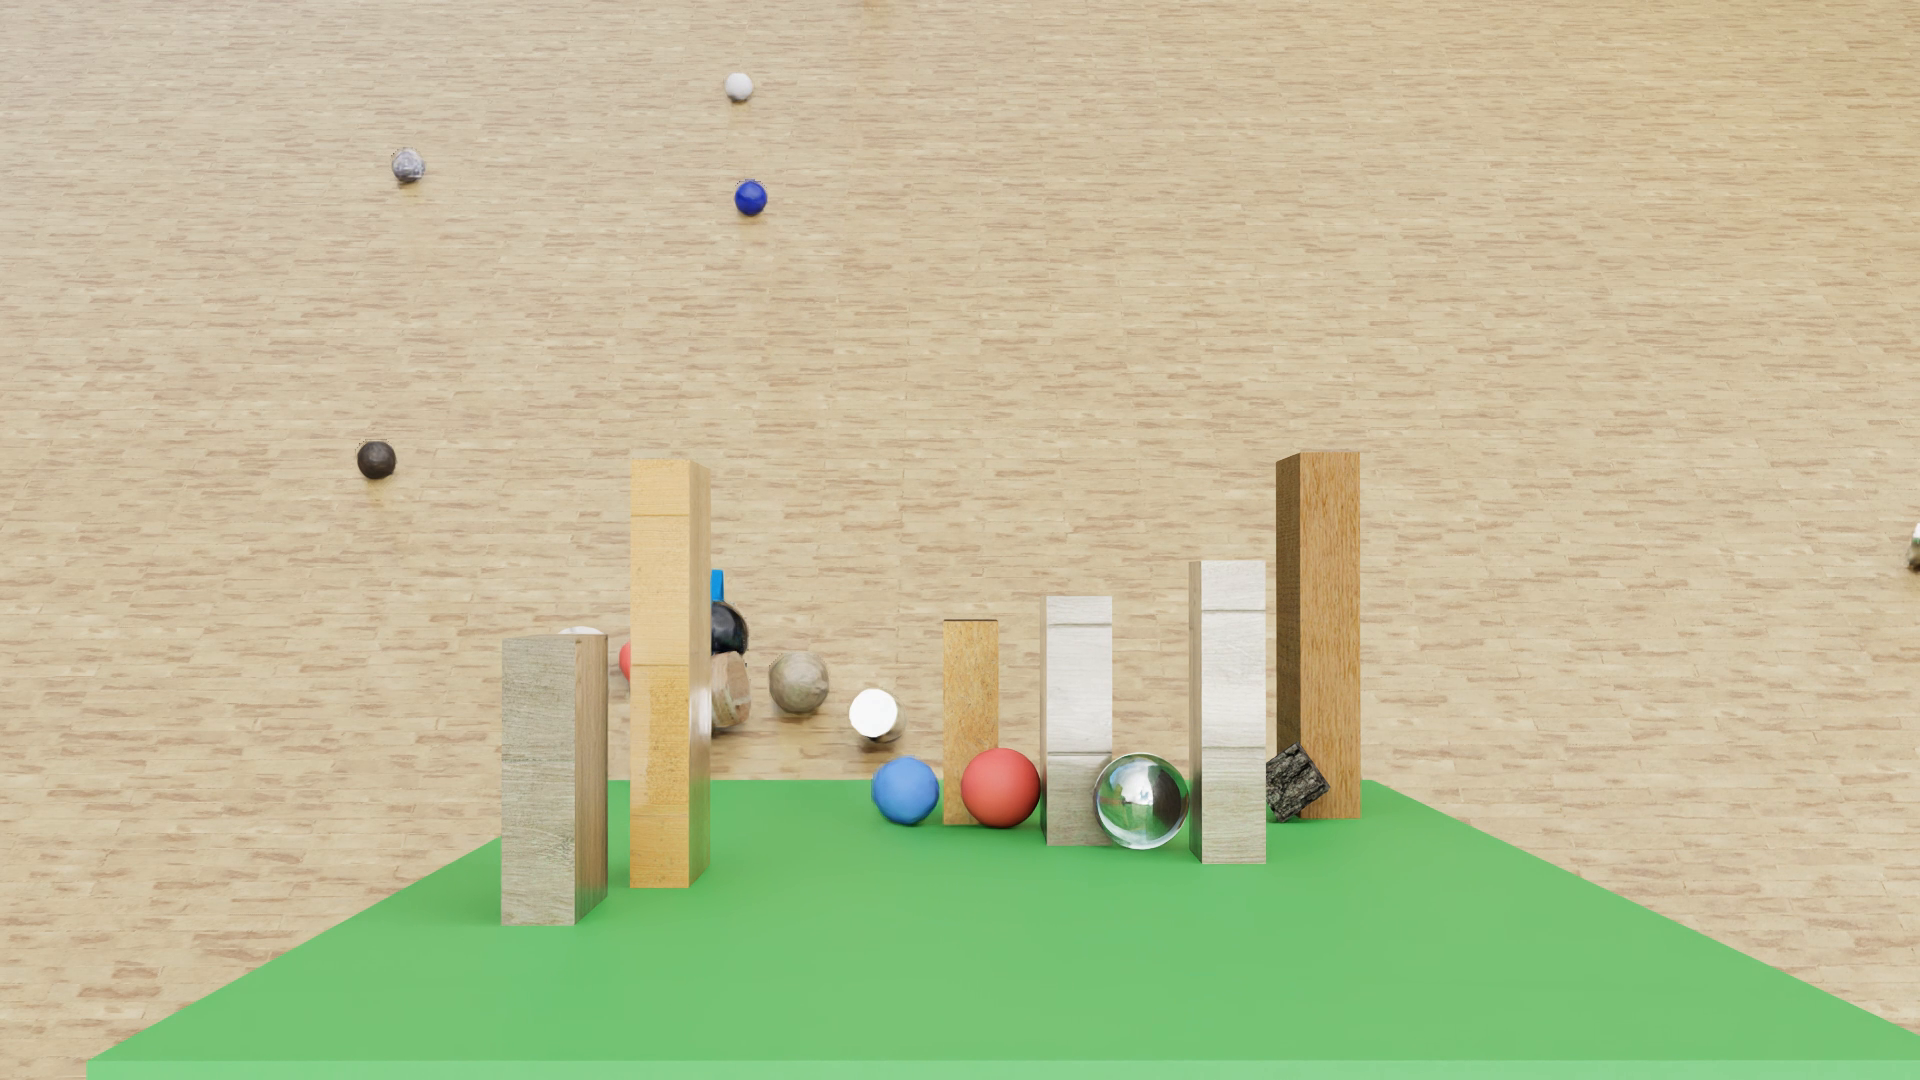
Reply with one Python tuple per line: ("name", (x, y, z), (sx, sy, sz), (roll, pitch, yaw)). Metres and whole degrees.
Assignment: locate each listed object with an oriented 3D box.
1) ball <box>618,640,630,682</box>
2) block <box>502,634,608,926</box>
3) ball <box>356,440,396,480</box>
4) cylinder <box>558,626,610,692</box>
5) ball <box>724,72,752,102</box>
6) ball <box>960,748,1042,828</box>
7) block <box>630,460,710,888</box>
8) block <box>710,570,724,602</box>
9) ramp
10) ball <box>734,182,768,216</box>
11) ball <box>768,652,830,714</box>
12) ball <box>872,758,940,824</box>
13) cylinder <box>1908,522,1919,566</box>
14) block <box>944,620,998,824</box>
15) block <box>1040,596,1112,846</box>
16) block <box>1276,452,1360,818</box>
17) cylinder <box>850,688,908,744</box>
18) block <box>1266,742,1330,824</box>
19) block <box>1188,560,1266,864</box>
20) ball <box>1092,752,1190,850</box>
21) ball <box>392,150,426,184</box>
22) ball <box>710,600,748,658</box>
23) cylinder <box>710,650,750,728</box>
("ball", (-0.877, 0.336, 7.216), (0.144, 0.144, 0.144), (0, 33, 0))
("block", (-0.627, 0.363, 4.036), (0.109, 0.426, 0.364), (0, -1, 0))
("ball", (-1.832, -0.251, 8.143), (0.123, 0.123, 0.123), (0, 33, 0))
("cylinder", (-1.053, 0.348, 7.186), (0.156, 0.156, 0.156), (0, 33, 0))
("ball", (-0.908, -1.860, 10.640), (0.117, 0.117, 0.117), (0, 33, 0))
("ball", (0.085, 0.516, 5.397), (0.168, 0.168, 0.168), (0, 33, 0))
("block", (-0.502, 0.226, 4.517), (0.098, 0.715, 0.371), (0, -1, 0))
("block", (-0.774, 0.220, 7.345), (0.195, 0.195, 0.195), (0, 32, 0))
("ramp", (0.073, 0.638, 4.749), (2.000, 0.100, 4.000), (0, -1, 0))
("ball", (-0.786, -1.282, 9.738), (0.125, 0.125, 0.125), (0, 33, 0))
("ball", (-0.441, 0.392, 7.107), (0.168, 0.168, 0.168), (0, 33, 0))
("ball", (-0.114, 0.531, 5.483), (0.141, 0.141, 0.141), (0, 33, 0))
("cylinder", (2.922, 0.015, 7.697), (0.160, 0.160, 0.160), (19, 37, 27))
("block", (0.023, 0.390, 5.653), (0.117, 0.429, 0.340), (0, -1, 0))
("block", (0.232, 0.355, 5.258), (0.127, 0.484, 0.439), (0, -1, 0))
("block", (0.803, 0.210, 5.835), (0.130, 0.794, 0.429), (0, -1, 0))
("cylinder", (-0.218, 0.474, 6.966), (0.129, 0.129, 0.129), (-3, 77, 12))
("block", (0.707, 0.518, 5.559), (0.121, 0.121, 0.121), (-36, -7, 8))
("block", (0.496, 0.315, 4.836), (0.116, 0.550, 0.265), (0, -1, 0))
("ball", (0.346, 0.499, 4.958), (0.185, 0.185, 0.185), (0, 33, 0))
("ball", (-2.122, -1.436, 9.976), (0.126, 0.126, 0.126), (0, 33, 0))
("ball", (-0.682, 0.265, 7.139), (0.200, 0.200, 0.200), (0, 33, 0))
("cylinder", (-0.691, 0.413, 7.006), (0.197, 0.197, 0.197), (-10, 31, 11))
